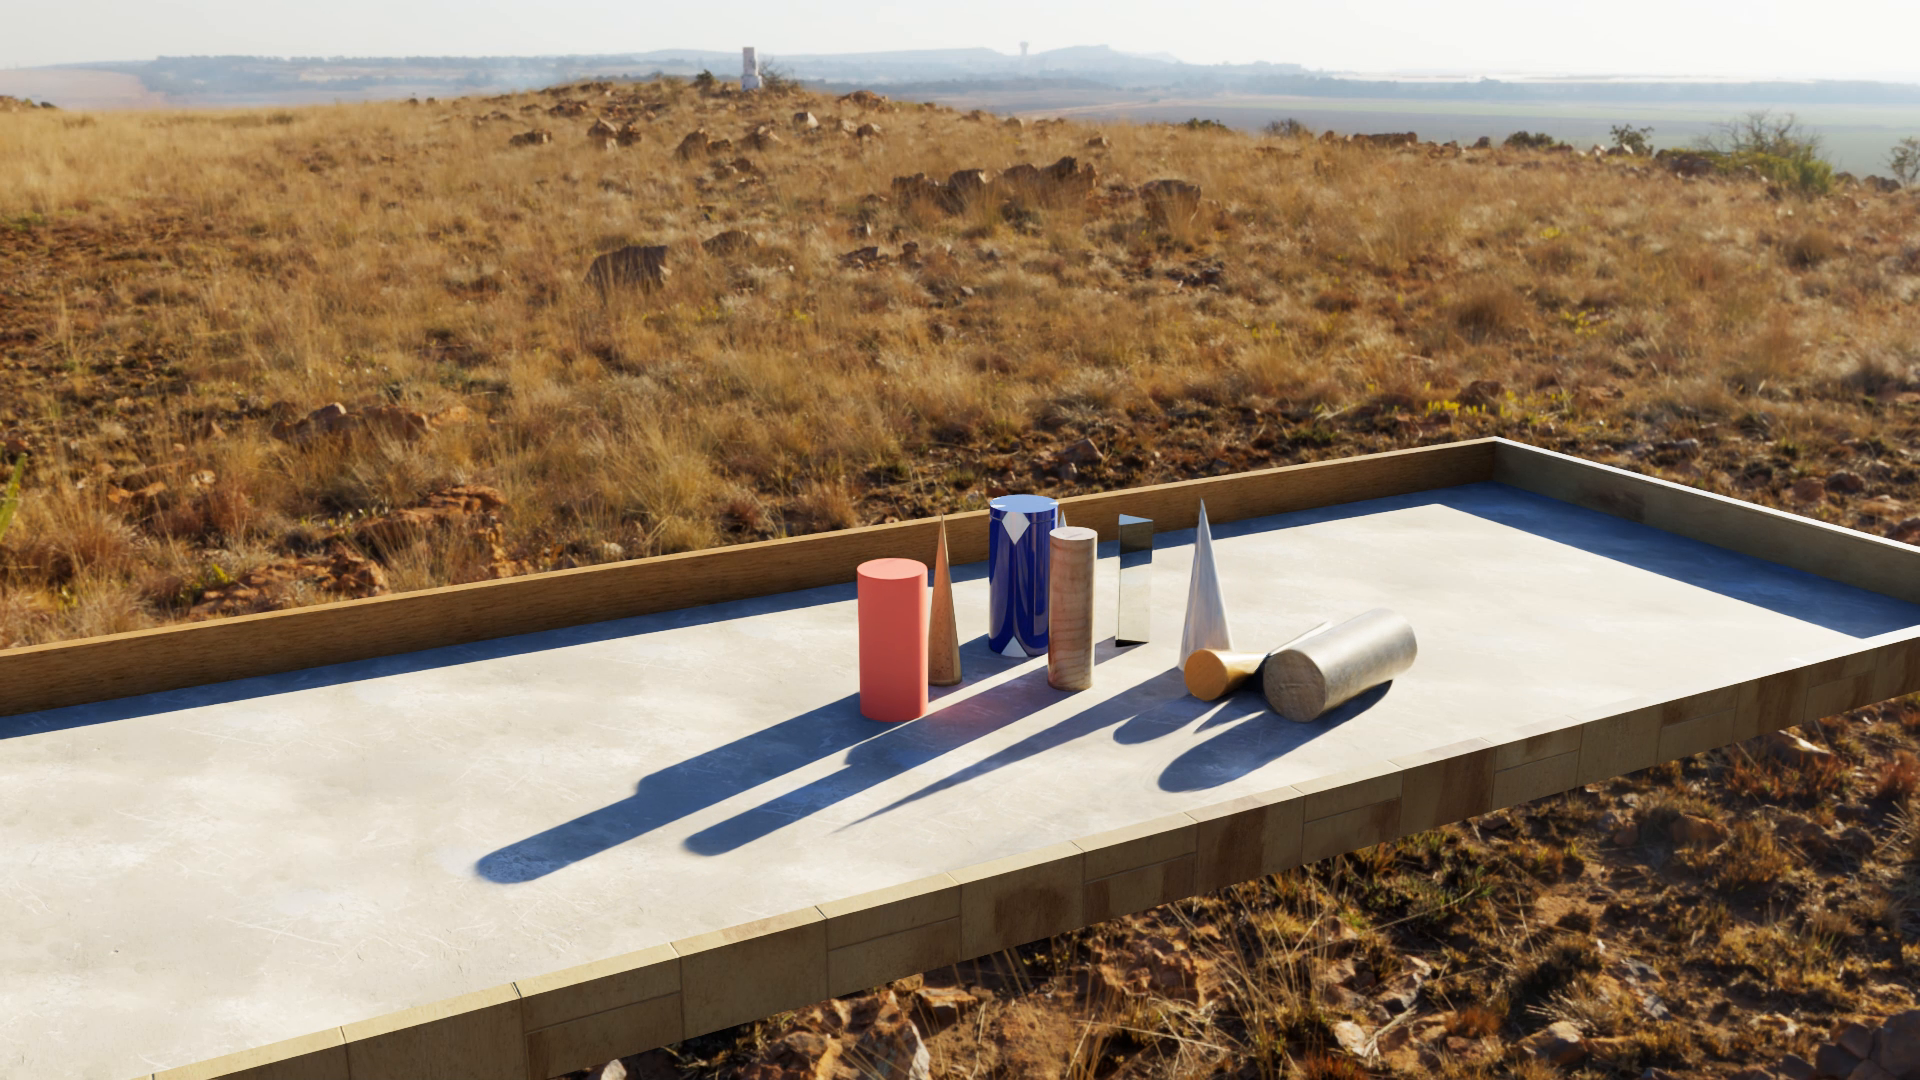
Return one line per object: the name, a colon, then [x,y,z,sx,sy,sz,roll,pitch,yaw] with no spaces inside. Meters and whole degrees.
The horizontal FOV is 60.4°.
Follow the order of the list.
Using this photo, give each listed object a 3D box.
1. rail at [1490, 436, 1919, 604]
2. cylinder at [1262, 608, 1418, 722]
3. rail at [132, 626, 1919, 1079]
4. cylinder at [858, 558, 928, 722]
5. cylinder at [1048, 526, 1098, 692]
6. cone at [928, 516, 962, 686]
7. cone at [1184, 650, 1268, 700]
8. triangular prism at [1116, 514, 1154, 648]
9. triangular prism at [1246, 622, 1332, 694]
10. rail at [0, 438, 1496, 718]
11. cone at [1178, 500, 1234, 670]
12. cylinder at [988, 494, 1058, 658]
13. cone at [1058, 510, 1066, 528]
rail: [2.466,-0.048,5.253,0.050,0.150,2.100,-9,18,-27]
cylinder: [0.930,0.300,4.021,0.177,0.177,0.420,15,22,41]
rail: [-2.336,1.006,1.665,12.000,0.150,0.050,-9,18,-27]
cylinder: [-0.159,0.237,3.920,0.164,0.355,0.164,0,16,0]
cylinder: [0.277,0.171,4.079,0.116,0.391,0.116,0,16,0]
cone: [-0.044,0.138,4.094,0.101,0.447,0.101,0,16,0]
cone: [0.752,0.315,4.174,0.125,0.125,0.448,16,15,42]
triangular prism: [0.444,0.106,4.394,0.101,0.339,0.088,-7,18,-23]
triangular prism: [0.853,0.293,4.158,0.122,0.105,0.314,12,20,38]
rail: [-3.305,0.497,3.399,12.000,0.150,0.050,-9,18,-27]
cone: [0.622,0.106,4.185,0.152,0.440,0.152,-3,10,1]
cylinder: [0.166,0.093,4.343,0.179,0.392,0.179,0,16,0]
cone: [0.284,0.062,4.606,0.140,0.304,0.140,0,16,0]
